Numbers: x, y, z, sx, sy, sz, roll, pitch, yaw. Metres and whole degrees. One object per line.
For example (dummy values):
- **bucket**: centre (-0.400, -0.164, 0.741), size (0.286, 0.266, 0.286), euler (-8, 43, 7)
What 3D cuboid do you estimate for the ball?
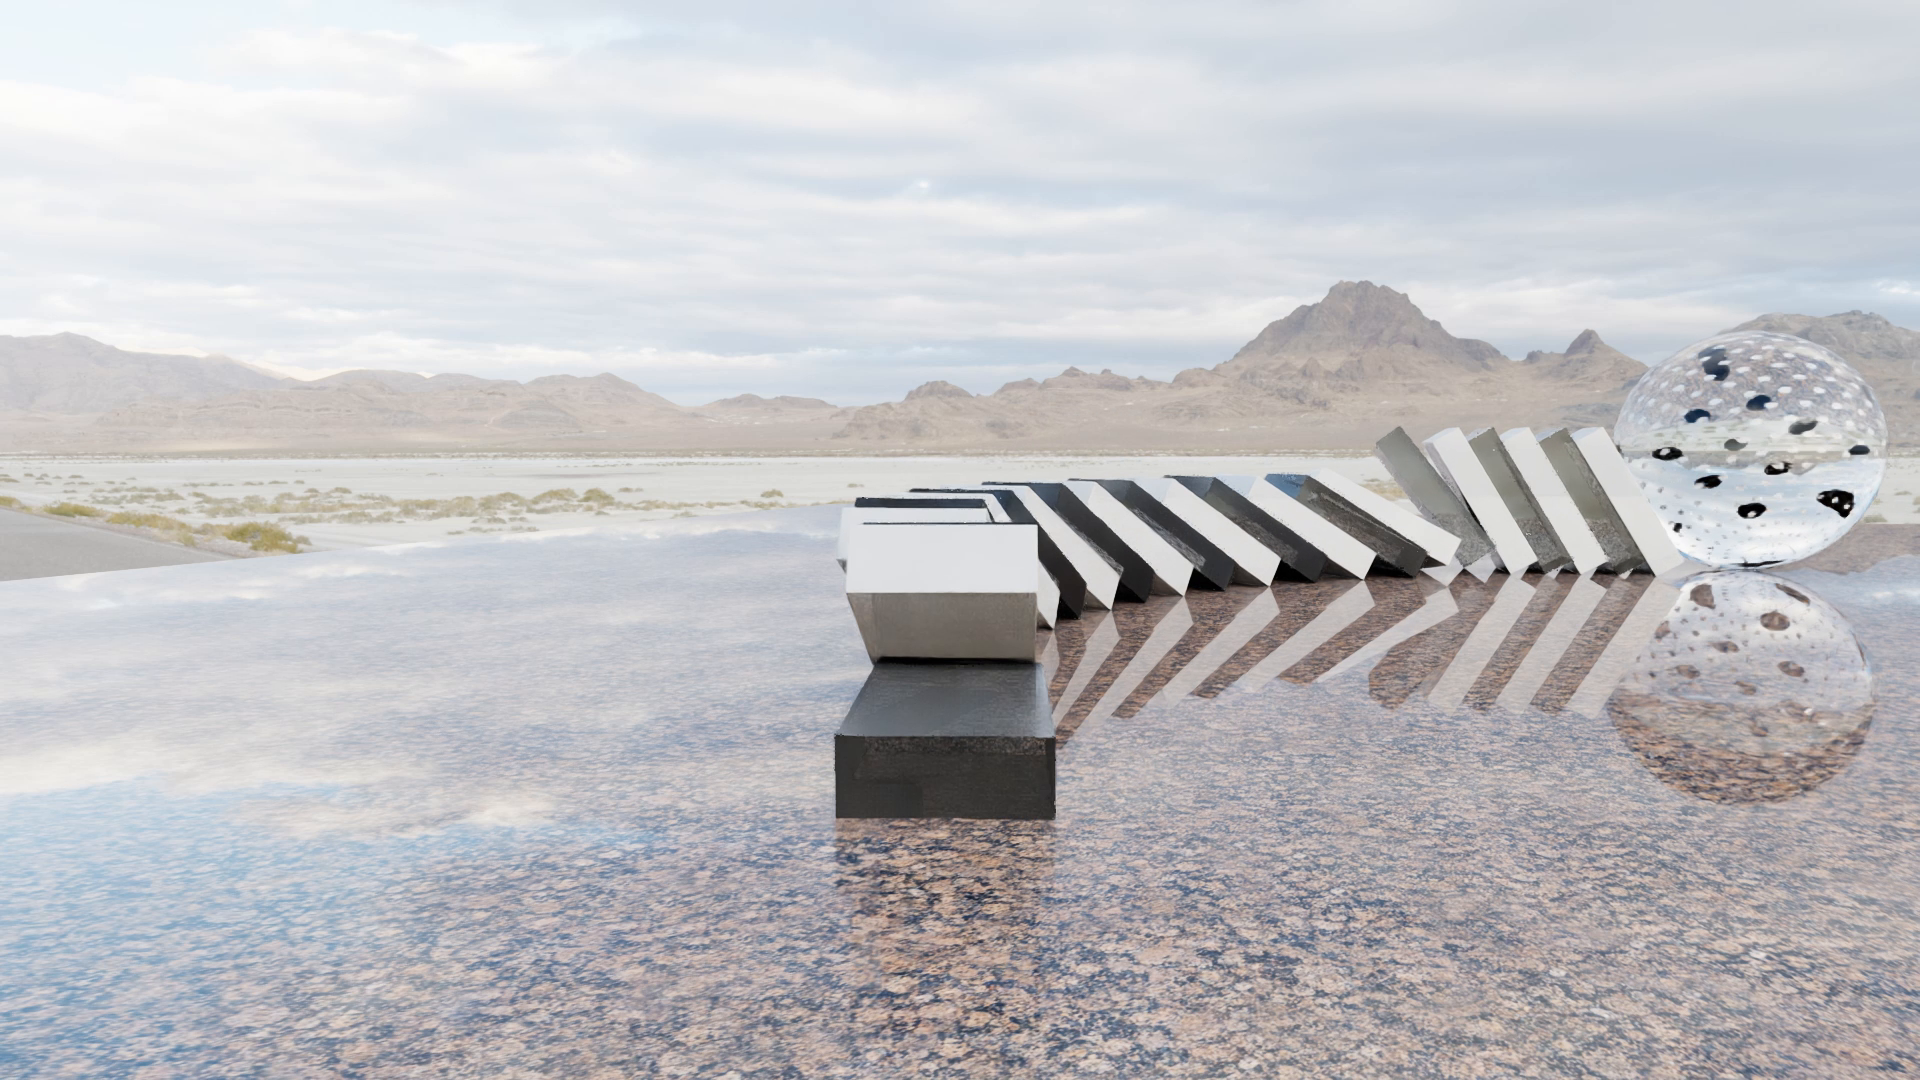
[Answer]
- **ball**: centre (0.264, -0.030, 0.432), size (0.080, 0.080, 0.080), euler (0, 4, 0)

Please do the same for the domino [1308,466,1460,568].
- **domino**: centre (0.137, -0.007, 0.424), size (0.050, 0.010, 0.025), euler (28, -4, 1)

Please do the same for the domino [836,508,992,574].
- **domino**: centre (-0.004, 0.009, 0.237), size (0.025, 0.010, 0.050), euler (1, -23, 11)

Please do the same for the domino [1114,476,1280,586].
- **domino**: centre (0.069, -0.002, 0.381), size (0.050, 0.010, 0.025), euler (32, -14, -31)

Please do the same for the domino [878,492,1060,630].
- **domino**: centre (0.002, 0.005, 0.279), size (0.025, 0.010, 0.050), euler (2, -24, 22)

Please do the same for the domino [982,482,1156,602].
- **domino**: centre (0.028, 0.001, 0.336), size (0.025, 0.010, 0.050), euler (4, -24, 40)

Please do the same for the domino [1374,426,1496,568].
- **domino**: centre (0.160, -0.014, 0.433), size (0.009, 0.050, 0.025), euler (-37, -13, 11)

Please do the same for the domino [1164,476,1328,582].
- **domino**: centre (0.086, -0.003, 0.394), size (0.050, 0.009, 0.025), euler (31, -10, -25)

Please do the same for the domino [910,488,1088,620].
- **domino**: centre (0.009, 0.004, 0.299), size (0.025, 0.010, 0.050), euler (2, -24, 27)

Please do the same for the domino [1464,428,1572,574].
- **domino**: centre (0.185, -0.014, 0.431), size (0.010, 0.050, 0.025), euler (-31, -3, 13)

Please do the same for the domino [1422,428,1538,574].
- **domino**: centre (0.174, -0.014, 0.431), size (0.009, 0.050, 0.025), euler (-31, -3, 13)

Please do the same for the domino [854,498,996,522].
- **domino**: centre (-0.002, 0.007, 0.259), size (0.025, 0.009, 0.050), euler (1, -24, 17)

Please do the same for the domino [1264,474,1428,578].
- **domino**: centre (0.122, -0.005, 0.412), size (0.050, 0.010, 0.025), euler (30, -4, -16)

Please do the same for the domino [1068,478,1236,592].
- **domino**: centre (0.054, -0.001, 0.368), size (0.050, 0.010, 0.025), euler (33, -17, -35)

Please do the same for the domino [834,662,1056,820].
- **domino**: centre (-0.001, 0.025, 0.170), size (0.025, 0.009, 0.050), euler (0, 4, 2)

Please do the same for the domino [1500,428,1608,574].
- **domino**: centre (0.196, -0.014, 0.430), size (0.010, 0.050, 0.025), euler (-31, -3, 13)

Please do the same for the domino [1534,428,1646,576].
- **domino**: centre (0.207, -0.013, 0.427), size (0.010, 0.050, 0.025), euler (-31, -3, 13)

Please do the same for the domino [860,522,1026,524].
- **domino**: centre (-0.002, 0.011, 0.215), size (0.025, 0.010, 0.050), euler (0, -22, 2)

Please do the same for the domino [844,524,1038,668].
- **domino**: centre (-0.001, 0.012, 0.191), size (0.025, 0.010, 0.050), euler (0, -22, 3)

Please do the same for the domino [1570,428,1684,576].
- **domino**: centre (0.218, -0.013, 0.424), size (0.010, 0.050, 0.025), euler (-31, -3, 13)

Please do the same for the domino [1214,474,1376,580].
- **domino**: centre (0.104, -0.004, 0.405), size (0.050, 0.010, 0.025), euler (30, -6, -19)

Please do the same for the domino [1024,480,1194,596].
- **domino**: centre (0.040, 0.000, 0.352), size (0.025, 0.009, 0.050), euler (4, -23, 45)

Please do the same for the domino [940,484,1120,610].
- **domino**: centre (0.017, 0.002, 0.319), size (0.025, 0.010, 0.050), euler (3, -24, 36)
